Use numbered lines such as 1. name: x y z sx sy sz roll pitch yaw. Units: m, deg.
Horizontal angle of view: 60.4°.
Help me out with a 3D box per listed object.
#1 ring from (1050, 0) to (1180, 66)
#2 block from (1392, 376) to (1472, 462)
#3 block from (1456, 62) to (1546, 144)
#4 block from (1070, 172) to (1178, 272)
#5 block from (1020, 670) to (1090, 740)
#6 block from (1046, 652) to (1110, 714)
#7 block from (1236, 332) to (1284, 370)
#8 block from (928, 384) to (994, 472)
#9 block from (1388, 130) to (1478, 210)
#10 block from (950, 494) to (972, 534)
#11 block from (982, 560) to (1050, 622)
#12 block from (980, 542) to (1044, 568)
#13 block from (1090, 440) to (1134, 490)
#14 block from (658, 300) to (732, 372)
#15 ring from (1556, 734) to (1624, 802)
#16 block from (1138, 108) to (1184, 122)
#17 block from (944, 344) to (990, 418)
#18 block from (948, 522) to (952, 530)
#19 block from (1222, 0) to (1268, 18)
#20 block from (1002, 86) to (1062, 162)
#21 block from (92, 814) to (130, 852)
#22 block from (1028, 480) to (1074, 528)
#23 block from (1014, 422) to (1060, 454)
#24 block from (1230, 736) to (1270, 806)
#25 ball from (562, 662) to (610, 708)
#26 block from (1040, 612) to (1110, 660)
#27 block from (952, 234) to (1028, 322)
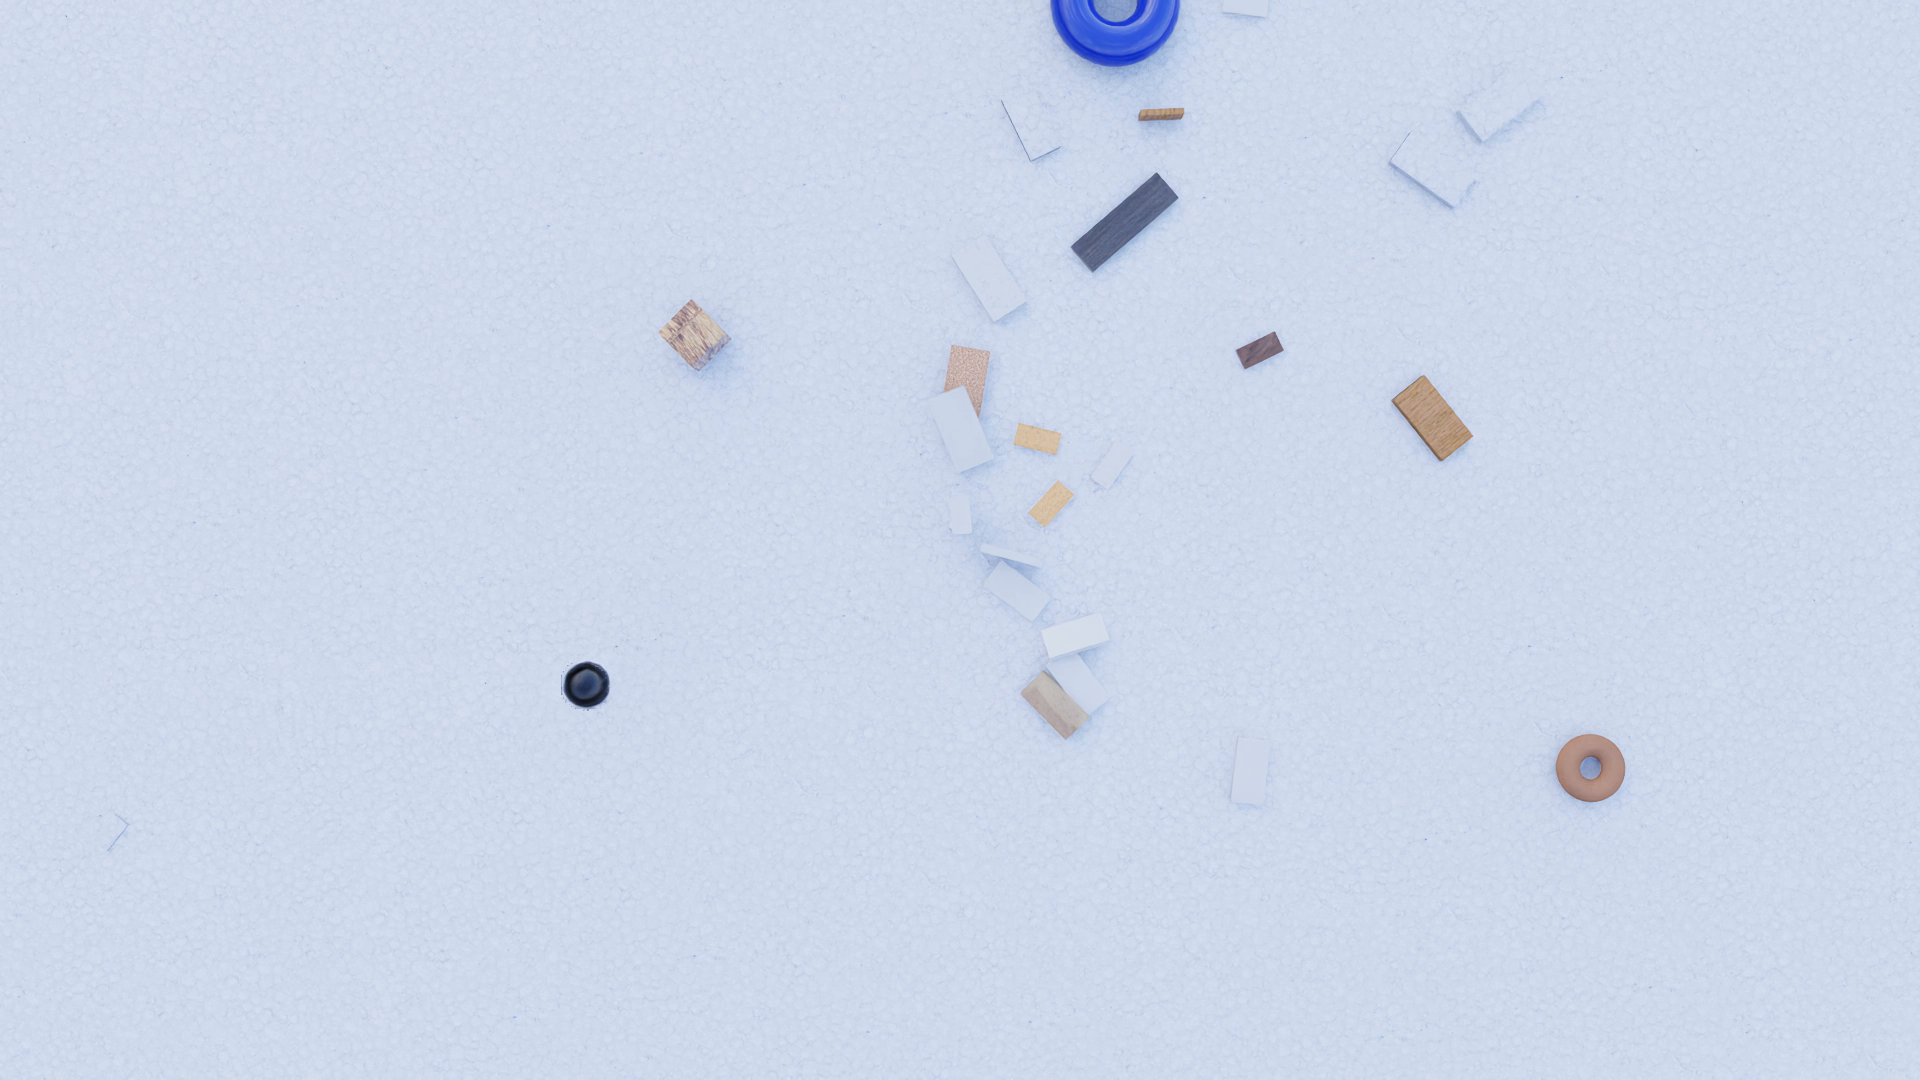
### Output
1. ring: 0.511 -1.774 5.429 0.433 0.144 0.433 0 89 -1
2. block: 1.569 -0.405 5.482 0.131 0.037 0.261 -39 90 0
3. block: 1.798 -1.453 5.482 0.267 0.037 0.131 -38 90 0
4. block: 0.547 -1.055 5.484 0.376 0.032 0.112 -41 90 0
5. block: 0.314 0.547 5.468 0.216 0.031 0.108 45 104 2
6. block: 0.391 0.469 5.485 0.108 0.031 0.216 -37 90 0
7. block: 0.997 -0.631 5.490 0.143 0.020 0.072 -26 90 0
8. block: 0.003 -0.367 5.446 0.131 0.037 0.261 -22 102 7
9. block: 1.569 -1.232 5.482 0.261 0.037 0.131 35 90 0
10. block: 0.002 -0.084 5.363 0.064 0.018 0.128 -5 90 0
11. block: 0.189 0.169 5.485 0.207 0.029 0.104 37 90 0
12. block: 0.169 0.049 5.448 0.207 0.104 0.029 15 90 0
13. block: 0.506 -0.250 5.490 0.072 0.020 0.153 35 90 0
14. block: -0.870 -0.671 5.422 0.156 0.156 0.156 -45 90 0
15. ring: 2.089 0.755 5.463 0.226 0.075 0.226 0 89 0
16. block: 0.666 -1.410 5.464 0.143 0.072 0.020 -2 90 0
17. block: 0.014 -0.507 5.482 0.131 0.037 0.261 10 90 0
18. block: -0.004 -0.044 5.436 0.064 0.128 0.018 4 88 0
19. block: 0.950 -1.783 5.490 0.147 0.021 0.073 7 90 0
20. block: 0.237 -1.384 5.484 0.112 0.032 0.224 -26 90 0
21. block: -2.826 0.975 5.492 0.057 0.016 0.114 39 90 0
22. block: 0.303 -0.120 5.490 0.073 0.021 0.147 42 90 0
23. block: 0.257 -0.336 5.490 0.147 0.021 0.073 14 90 0
24. block: 0.965 0.766 5.485 0.108 0.031 0.216 7 90 0
25. ball: -1.227 0.476 5.423 0.155 0.155 0.155 0 90 0
26. block: 0.382 0.320 5.465 0.207 0.029 0.103 -17 65 0
27. block: 0.097 -0.867 5.482 0.130 0.037 0.261 -33 90 0
